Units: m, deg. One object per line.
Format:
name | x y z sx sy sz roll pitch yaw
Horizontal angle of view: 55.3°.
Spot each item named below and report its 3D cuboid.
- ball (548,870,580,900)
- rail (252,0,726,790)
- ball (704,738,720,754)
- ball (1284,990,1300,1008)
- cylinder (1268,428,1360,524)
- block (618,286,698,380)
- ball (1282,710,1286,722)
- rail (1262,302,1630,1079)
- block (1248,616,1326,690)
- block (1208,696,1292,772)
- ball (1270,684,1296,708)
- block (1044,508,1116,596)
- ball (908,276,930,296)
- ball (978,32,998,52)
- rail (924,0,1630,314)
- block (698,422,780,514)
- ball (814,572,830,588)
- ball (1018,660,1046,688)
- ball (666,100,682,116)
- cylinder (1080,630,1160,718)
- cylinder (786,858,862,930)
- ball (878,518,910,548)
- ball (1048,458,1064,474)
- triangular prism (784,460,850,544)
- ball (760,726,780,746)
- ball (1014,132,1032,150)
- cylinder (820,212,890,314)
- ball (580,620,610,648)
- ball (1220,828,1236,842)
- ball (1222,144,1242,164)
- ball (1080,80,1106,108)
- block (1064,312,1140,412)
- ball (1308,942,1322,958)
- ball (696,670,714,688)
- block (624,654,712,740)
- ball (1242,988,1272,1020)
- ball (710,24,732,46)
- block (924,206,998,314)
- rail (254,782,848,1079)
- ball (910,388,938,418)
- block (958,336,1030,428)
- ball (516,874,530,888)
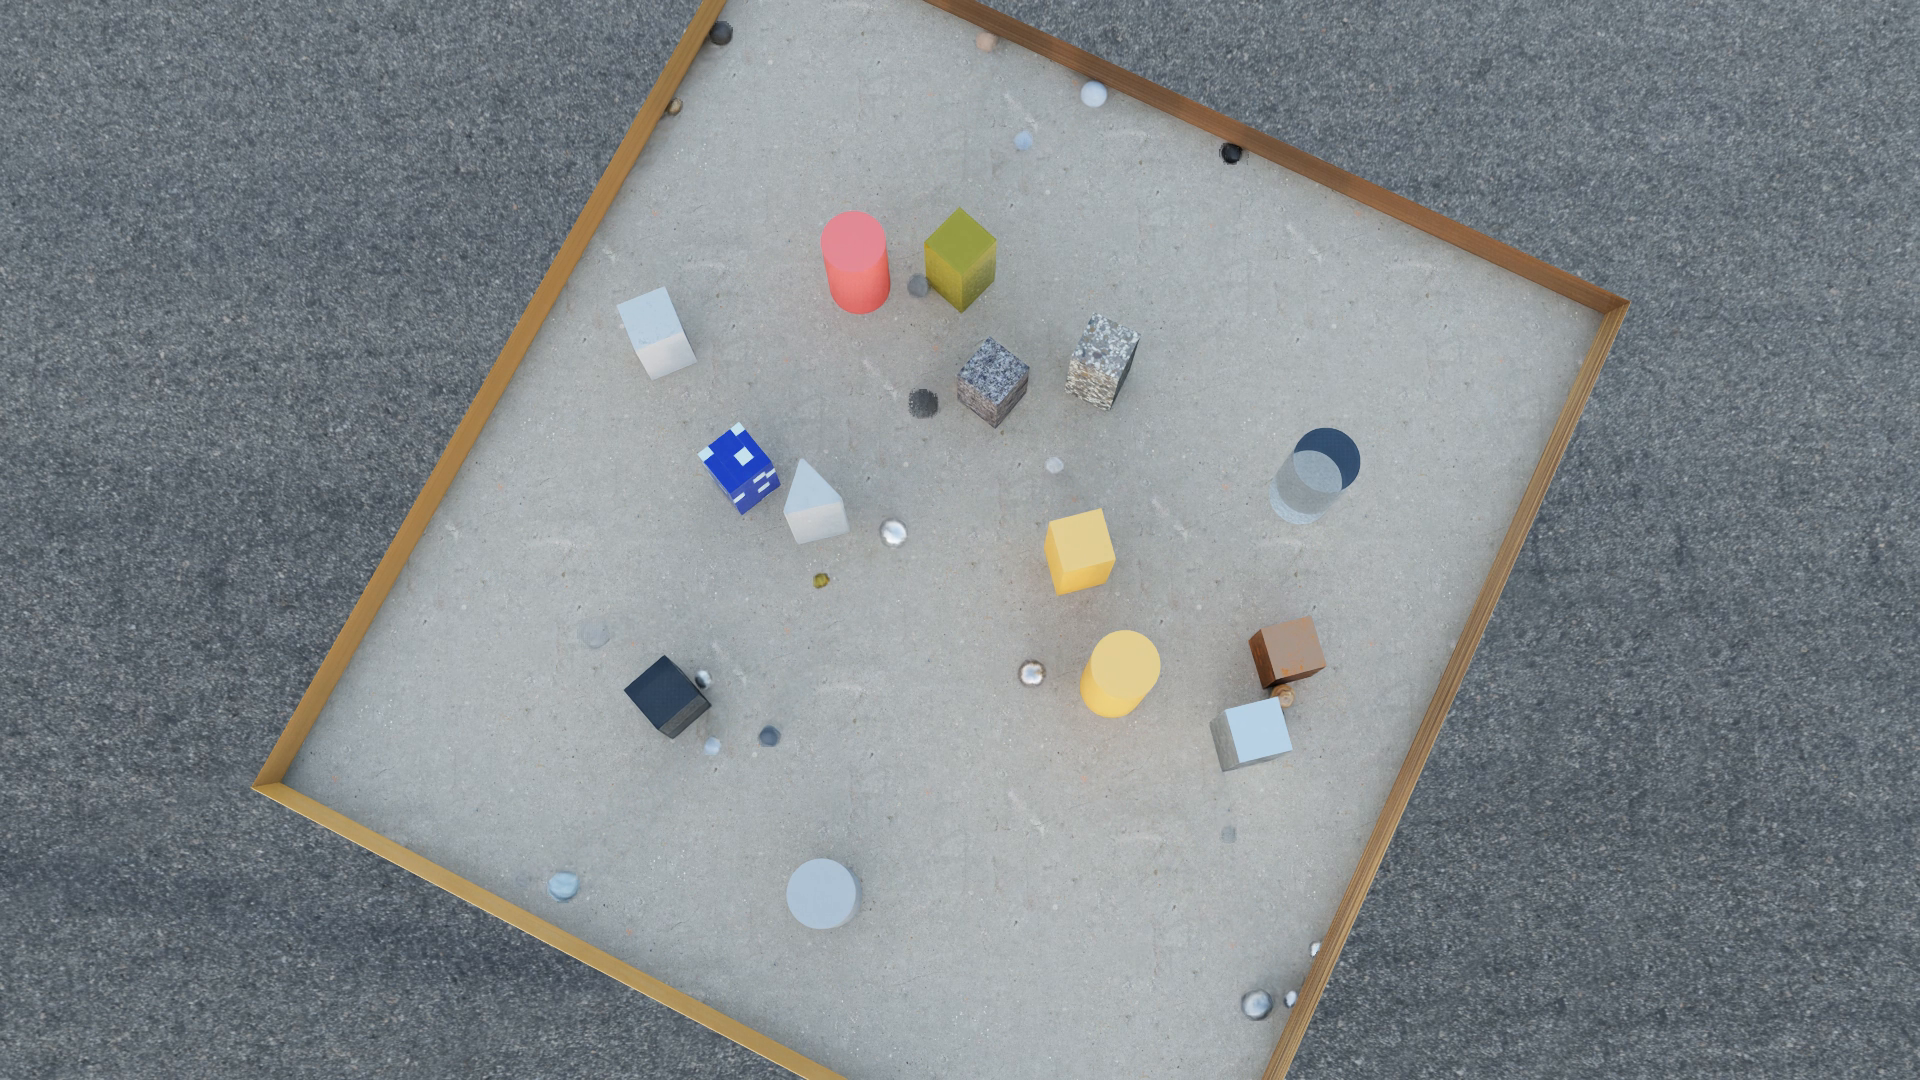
ball | -1.158 1.011 5.362 0.088 0.088 0.088 0 78 0
rail | -1.335 -0.647 5.686 0.045 0.125 3.180 26 80 5
ball | -0.738 0.614 5.465 0.048 0.048 0.048 0 78 0
ball | 0.963 1.332 5.316 0.050 0.050 0.050 0 78 0
cylinder | 1.047 -0.185 5.437 0.192 0.427 0.192 0 78 0
block | -0.921 -0.627 5.591 0.154 0.305 0.154 -23 79 -5
ball | 0.938 0.531 5.471 0.069 0.069 0.069 0 78 0
rail | 1.335 0.660 5.415 0.045 0.125 3.180 26 80 5
block | 0.967 0.335 5.426 0.154 0.237 0.154 -15 79 -3
block | 0.839 0.568 5.318 0.154 0.355 0.154 -14 79 -3
ball | 0.966 0.467 5.482 0.073 0.073 0.073 0 78 0
block | 0.350 0.040 5.413 0.154 0.382 0.154 -14 79 -3
ball | -0.128 -0.796 5.748 0.065 0.065 0.065 0 78 0
ball | 0.091 -1.608 5.915 0.067 0.067 0.067 0 78 0
rail | 0.700 -1.365 5.834 3.033 0.125 0.045 26 80 5
block | -0.660 -0.210 5.509 0.154 0.296 0.154 -39 81 -7
ball | -0.420 0.122 5.568 0.045 0.045 0.045 0 78 0
ball | 0.216 0.400 5.489 0.088 0.088 0.088 0 78 0
ball | -0.920 -1.386 5.877 0.052 0.052 0.052 0 78 0
cylinder | 0.457 0.392 5.291 0.192 0.479 0.192 0 78 0
cylinder | -0.384 1.013 5.236 0.192 0.334 0.192 0 78 0
ball | -0.202 -0.021 5.572 0.096 0.096 0.096 0 78 0
ball | 0.293 -0.227 5.639 0.048 0.048 0.048 0 78 0
triangular prism | -0.435 -0.120 5.423 0.166 0.428 0.144 -13 79 -3
ball | -0.565 0.584 5.464 0.063 0.063 0.063 0 78 0
ball | 0.200 -1.275 5.852 0.055 0.055 0.055 0 78 0
cylinder | -0.315 -0.842 5.596 0.192 0.381 0.192 0 78 0
ball | -1.098 0.284 5.513 0.088 0.088 0.088 0 78 0
ball | 0.793 0.870 5.414 0.045 0.045 0.045 0 78 0
ball | 0.865 -1.232 5.839 0.064 0.064 0.064 0 78 0
ball | 0.428 -1.428 5.869 0.084 0.084 0.084 0 78 0
block | 0.428 -0.533 5.544 0.154 0.358 0.154 26 79 5
ball | 1.039 1.194 5.346 0.046 0.046 0.046 0 78 0
ball | -0.766 0.420 5.502 0.054 0.054 0.054 0 78 0
block | -0.854 0.464 5.375 0.154 0.284 0.154 -41 81 -8
ball | 0.859 1.341 5.294 0.089 0.089 0.089 0 78 0
ball | -0.772 -1.631 5.917 0.073 0.073 0.073 0 78 0
block | 0.002 -0.853 5.614 0.154 0.350 0.154 43 81 8
rail | -0.700 1.378 5.267 3.033 0.125 0.045 26 80 5
ball | -0.112 -0.422 5.658 0.090 0.090 0.090 0 78 0
block | 0.099 -0.476 5.580 0.154 0.264 0.154 39 81 7
ball | -1.286 1.000 5.388 0.041 0.041 0.041 0 78 0
